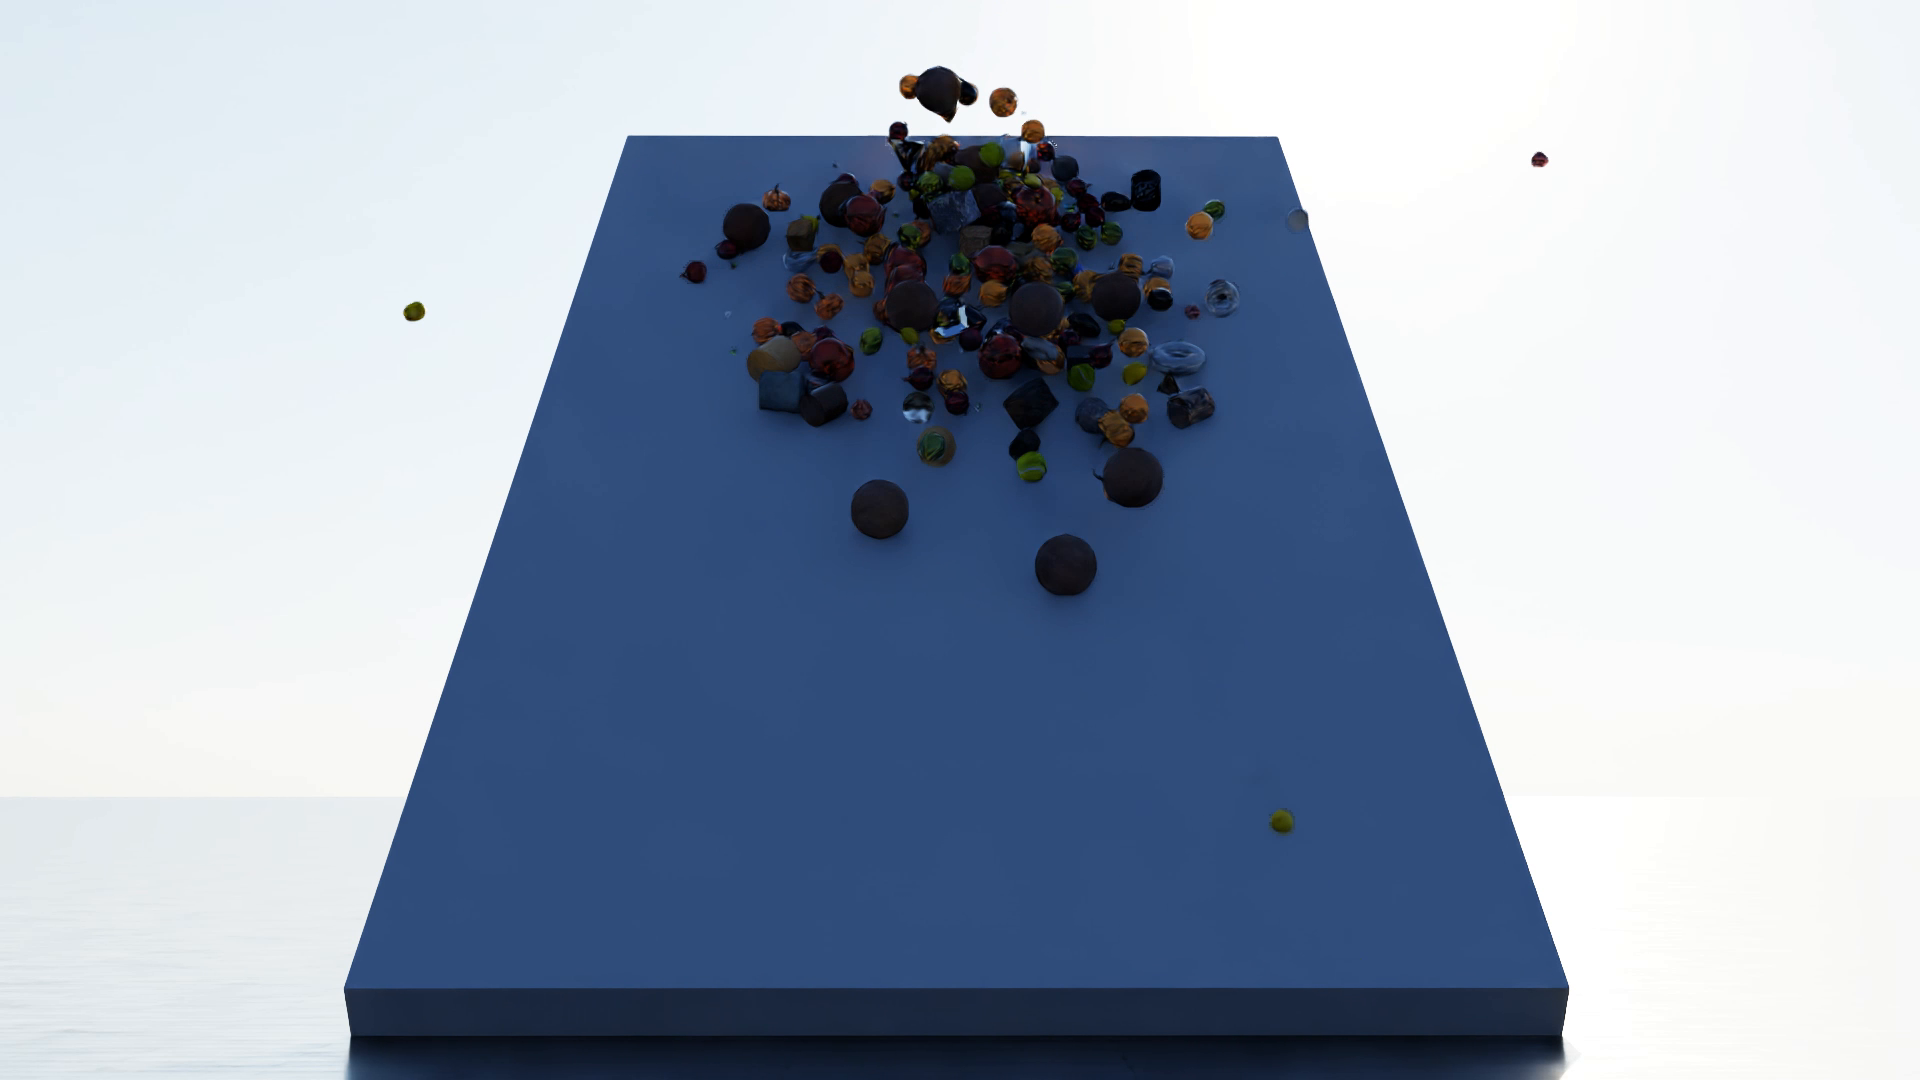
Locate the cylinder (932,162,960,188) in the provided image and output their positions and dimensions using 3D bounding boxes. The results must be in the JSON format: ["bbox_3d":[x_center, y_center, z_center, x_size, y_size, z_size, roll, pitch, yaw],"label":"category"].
[{"bbox_3d":[-0.039,-1.012,6.677,0.057,0.057,0.057,21,5,29],"label":"cylinder"}]

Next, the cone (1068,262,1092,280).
[{"bbox_3d":[0.328,-0.706,6.433,0.060,0.060,0.060,28,-10,-6],"label":"cone"}]

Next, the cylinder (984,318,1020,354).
[{"bbox_3d":[0.104,-0.511,6.034,0.066,0.066,0.066,-4,34,36],"label":"cylinder"}]

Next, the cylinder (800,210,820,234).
[{"bbox_3d":[-0.418,-0.886,6.714,0.053,0.053,0.053,6,29,-4],"label":"cylinder"}]

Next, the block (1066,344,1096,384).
[{"bbox_3d":[0.296,-0.431,5.906,0.070,0.070,0.070,1,30,2],"label":"block"}]

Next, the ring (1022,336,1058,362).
[{"bbox_3d":[0.190,-0.456,5.745,0.093,0.031,0.093,24,-13,6],"label":"ring"}]

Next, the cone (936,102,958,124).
[{"bbox_3d":[-0.033,-1.188,6.768,0.062,0.062,0.062,-5,-36,-4],"label":"cone"}]

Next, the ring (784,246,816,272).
[{"bbox_3d":[-0.430,-0.763,6.492,0.096,0.096,0.032,-3,-37,23],"label":"ring"}]

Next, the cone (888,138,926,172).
[{"bbox_3d":[-0.166,-1.110,6.816,0.098,0.098,0.098,35,-6,1],"label":"cone"}]

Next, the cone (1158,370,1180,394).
[{"bbox_3d":[0.508,-0.391,5.849,0.056,0.056,0.056,0,30,0],"label":"cone"}]

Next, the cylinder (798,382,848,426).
[{"bbox_3d":[-0.323,-0.320,5.693,0.083,0.083,0.083,-6,18,45],"label":"cylinder"}]

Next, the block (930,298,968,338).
[{"bbox_3d":[-0.027,-0.546,5.908,0.065,0.065,0.065,-17,-21,18],"label":"block"}]

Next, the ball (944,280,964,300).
[{"bbox_3d":[-0.016,-0.655,6.316,0.052,0.052,0.052,0,-6,0],"label":"ball"}]

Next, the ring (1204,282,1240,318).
[{"bbox_3d":[0.678,-0.622,6.228,0.093,0.093,0.031,-2,7,21],"label":"ring"}]

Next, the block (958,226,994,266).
[{"bbox_3d":[0.043,-0.801,6.545,0.080,0.080,0.080,5,30,9],"label":"block"}]

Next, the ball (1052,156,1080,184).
[{"bbox_3d":[0.307,-1.084,7.045,0.081,0.081,0.081,0,-6,0],"label":"ball"}]

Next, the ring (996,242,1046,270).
[{"bbox_3d":[0.165,-0.767,6.522,0.135,0.045,0.135,1,29,-1],"label":"ring"}]

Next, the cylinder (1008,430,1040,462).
[{"bbox_3d":[0.148,-0.216,5.536,0.057,0.057,0.057,-3,28,26],"label":"cylinder"}]

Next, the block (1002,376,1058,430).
[{"bbox_3d":[0.166,-0.320,5.653,0.079,0.079,0.079,-19,21,47],"label":"block"}]

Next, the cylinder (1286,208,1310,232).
[{"bbox_3d":[0.895,-0.849,6.378,0.057,0.057,0.057,-1,14,11],"label":"cylinder"}]

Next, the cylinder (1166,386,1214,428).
[{"bbox_3d":[0.543,-0.313,5.684,0.080,0.080,0.080,-25,9,-34],"label":"cylinder"}]

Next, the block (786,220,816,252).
[{"bbox_3d":[-0.421,-0.805,6.378,0.058,0.058,0.058,-1,-39,15],"label":"block"}]

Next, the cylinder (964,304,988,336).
[{"bbox_3d":[0.026,-0.549,6.017,0.059,0.059,0.059,41,3,12],"label":"cylinder"}]

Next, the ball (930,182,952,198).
[{"bbox_3d":[-0.053,-0.980,6.739,0.058,0.058,0.058,0,-6,0],"label":"ball"}]

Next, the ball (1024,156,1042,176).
[{"bbox_3d":[0.213,-1.102,7.103,0.054,0.054,0.054,0,-6,0],"label":"ball"}]

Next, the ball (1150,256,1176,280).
[{"bbox_3d":[0.542,-0.724,6.427,0.066,0.066,0.066,0,-6,0],"label":"ball"}]

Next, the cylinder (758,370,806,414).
[{"bbox_3d":[-0.423,-0.352,5.726,0.094,0.094,0.094,7,-5,7],"label":"cylinder"}]

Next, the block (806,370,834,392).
[{"bbox_3d":[-0.343,-0.368,5.805,0.056,0.056,0.056,18,34,28],"label":"block"}]

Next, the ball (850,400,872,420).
[{"bbox_3d":[-0.233,-0.308,5.705,0.050,0.050,0.050,0,-6,0],"label":"ball"}]

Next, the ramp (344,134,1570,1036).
[{"bbox_3d":[-0.013,-0.213,5.691,2.000,0.100,4.000,0,30,0],"label":"ramp"}]

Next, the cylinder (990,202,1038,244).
[{"bbox_3d":[0.151,-0.877,6.658,0.095,0.095,0.095,6,17,-45],"label":"cylinder"}]

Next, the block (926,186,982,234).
[{"bbox_3d":[-0.016,-0.900,6.575,0.090,0.090,0.090,-12,18,41],"label":"block"}]

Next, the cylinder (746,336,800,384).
[{"bbox_3d":[-0.455,-0.438,5.887,0.095,0.095,0.095,-4,23,34],"label":"cylinder"}]

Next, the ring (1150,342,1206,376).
[{"bbox_3d":[0.539,-0.448,5.961,0.142,0.047,0.142,1,29,-1],"label":"ring"}]

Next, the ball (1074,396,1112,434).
[{"bbox_3d":[0.311,-0.292,5.645,0.085,0.085,0.085,0,-6,0],"label":"ball"}]

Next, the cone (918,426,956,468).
[{"bbox_3d":[-0.039,-0.214,5.549,0.095,0.095,0.095,-2,1,18],"label":"cone"}]

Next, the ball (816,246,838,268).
[{"bbox_3d":[-0.359,-0.765,6.502,0.058,0.058,0.058,0,-6,0],"label":"ball"}]

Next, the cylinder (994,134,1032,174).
[{"bbox_3d":[0.154,-1.121,7.000,0.093,0.093,0.093,19,5,-2],"label":"cylinder"}]
